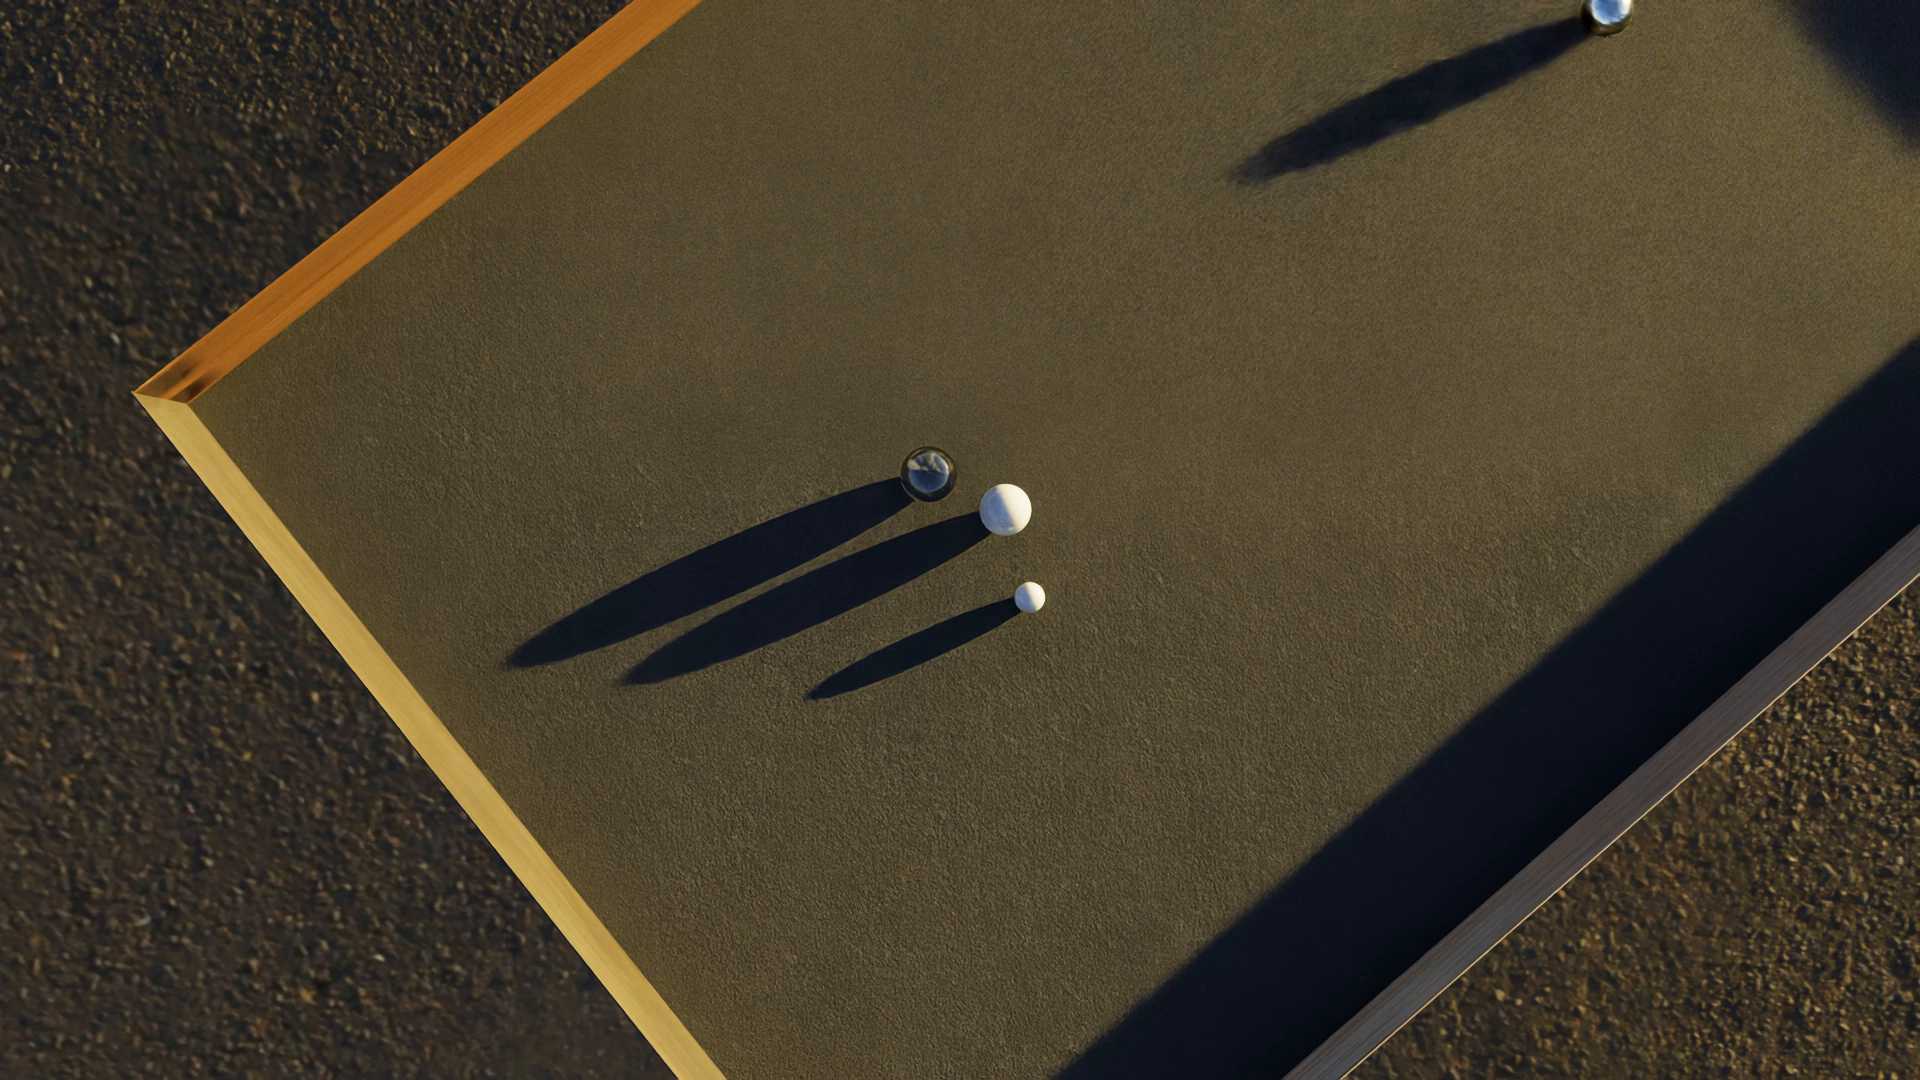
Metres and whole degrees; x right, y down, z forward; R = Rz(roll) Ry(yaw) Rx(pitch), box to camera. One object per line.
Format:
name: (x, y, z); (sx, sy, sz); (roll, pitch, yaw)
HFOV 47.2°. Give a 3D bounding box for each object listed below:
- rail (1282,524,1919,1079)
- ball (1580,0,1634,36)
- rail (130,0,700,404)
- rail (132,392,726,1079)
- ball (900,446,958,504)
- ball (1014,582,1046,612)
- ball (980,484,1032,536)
rail: (1.201, 0.184, 3.219); (3.205, 0.111, 0.045); (-40, 84, -5)
ball: (0.995, -0.816, 3.382); (0.080, 0.080, 0.080); (0, 82, 0)
rail: (0.029, -1.206, 3.422); (3.205, 0.111, 0.045); (-40, 84, -5)
rail: (-0.597, 0.490, 3.175); (0.045, 0.111, 1.876); (-40, 84, -5)
ball: (-0.046, -0.098, 3.274); (0.086, 0.086, 0.086); (0, 82, 0)
ball: (0.104, 0.085, 3.268); (0.046, 0.046, 0.046); (0, 82, 0)
ball: (0.067, -0.045, 3.271); (0.078, 0.078, 0.078); (0, 82, 0)
